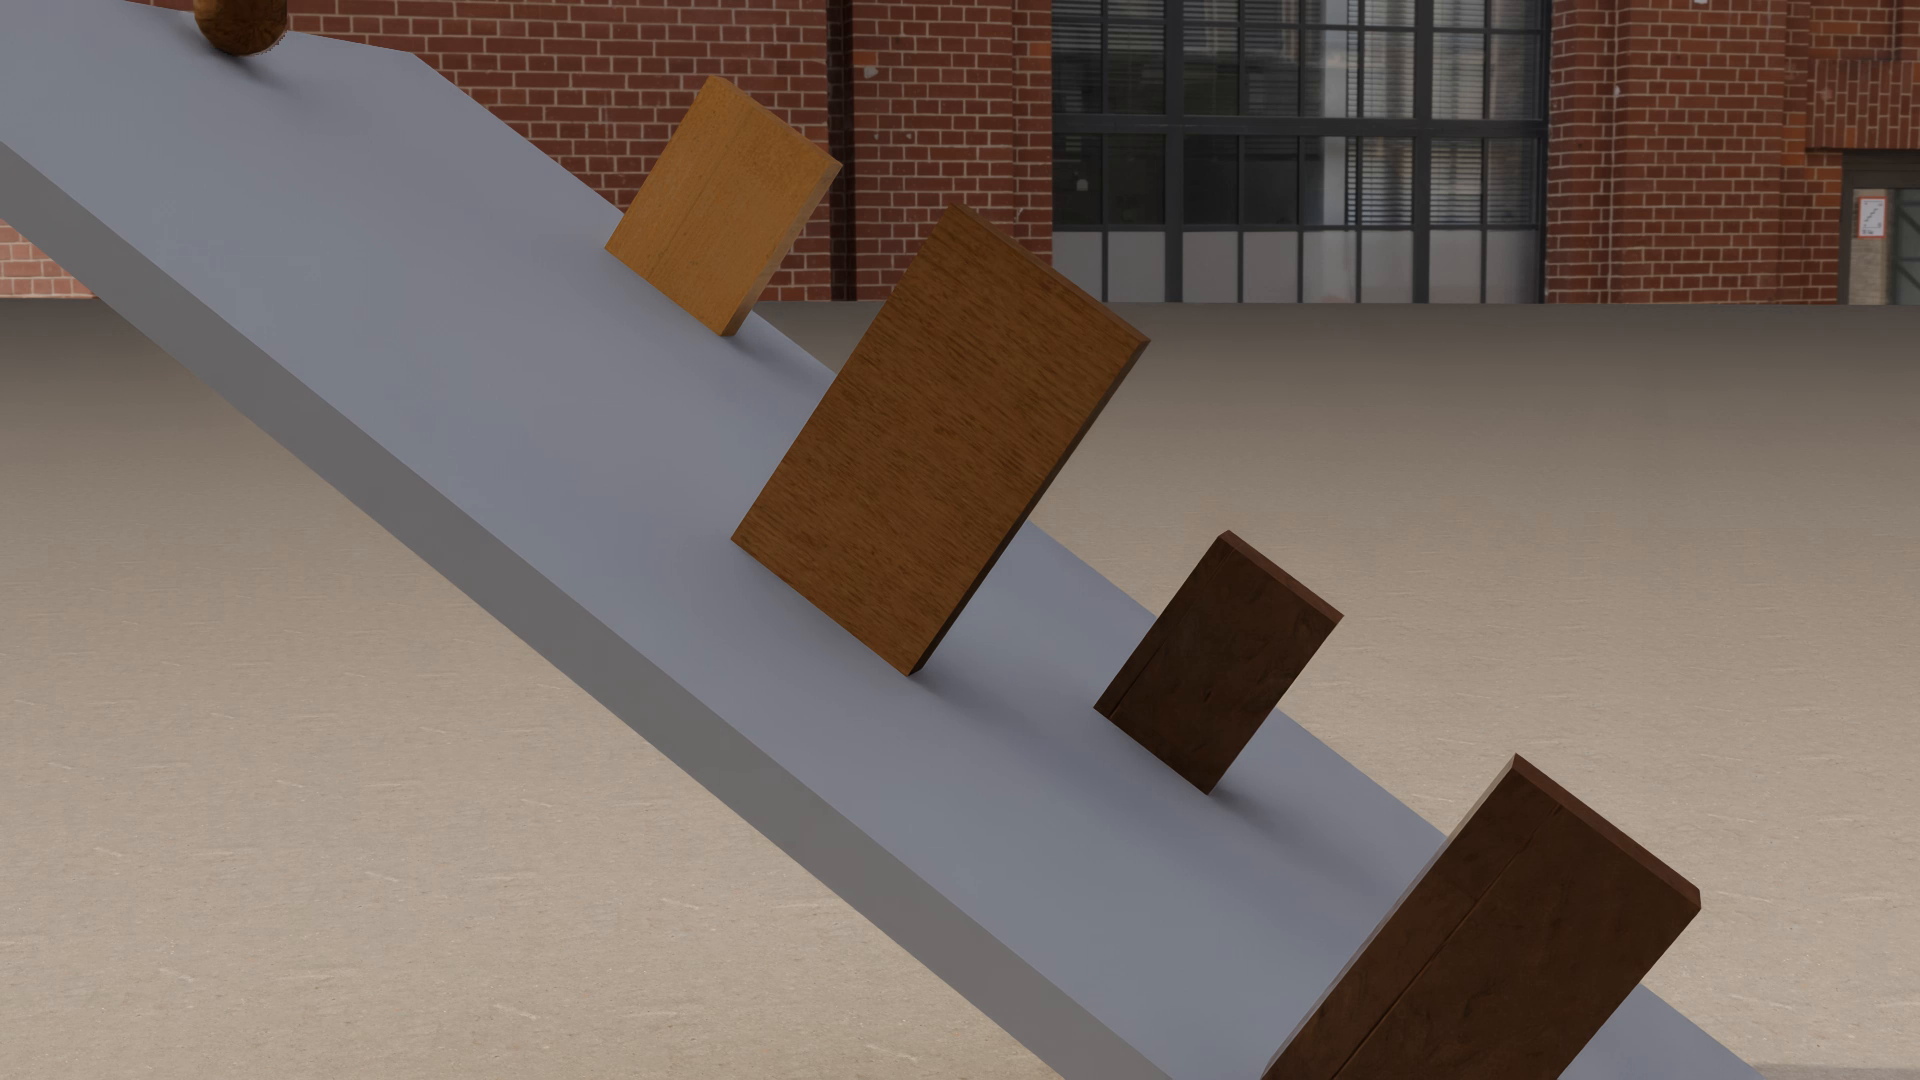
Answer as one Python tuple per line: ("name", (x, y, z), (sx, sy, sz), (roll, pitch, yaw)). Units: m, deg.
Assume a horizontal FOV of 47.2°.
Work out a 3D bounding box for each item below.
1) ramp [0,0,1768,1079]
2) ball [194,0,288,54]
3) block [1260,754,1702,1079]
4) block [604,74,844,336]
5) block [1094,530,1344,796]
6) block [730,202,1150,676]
("ramp", (-0.091, 0.163, 4.082), (4.000, 0.100, 2.000), (37, 16, 10))
("ball", (-1.449, -1.070, 4.431), (0.182, 0.182, 0.182), (0, 7, 0))
("block", (0.719, 0.626, 3.073), (0.305, 0.588, 0.100), (37, 16, 10))
("block", (-0.521, -0.730, 4.823), (0.336, 0.453, 0.084), (37, 16, 10))
("block", (0.483, 0.228, 4.117), (0.268, 0.408, 0.109), (37, 16, 10))
("block", (-0.040, -0.164, 3.675), (0.388, 0.690, 0.082), (37, 16, 10))
